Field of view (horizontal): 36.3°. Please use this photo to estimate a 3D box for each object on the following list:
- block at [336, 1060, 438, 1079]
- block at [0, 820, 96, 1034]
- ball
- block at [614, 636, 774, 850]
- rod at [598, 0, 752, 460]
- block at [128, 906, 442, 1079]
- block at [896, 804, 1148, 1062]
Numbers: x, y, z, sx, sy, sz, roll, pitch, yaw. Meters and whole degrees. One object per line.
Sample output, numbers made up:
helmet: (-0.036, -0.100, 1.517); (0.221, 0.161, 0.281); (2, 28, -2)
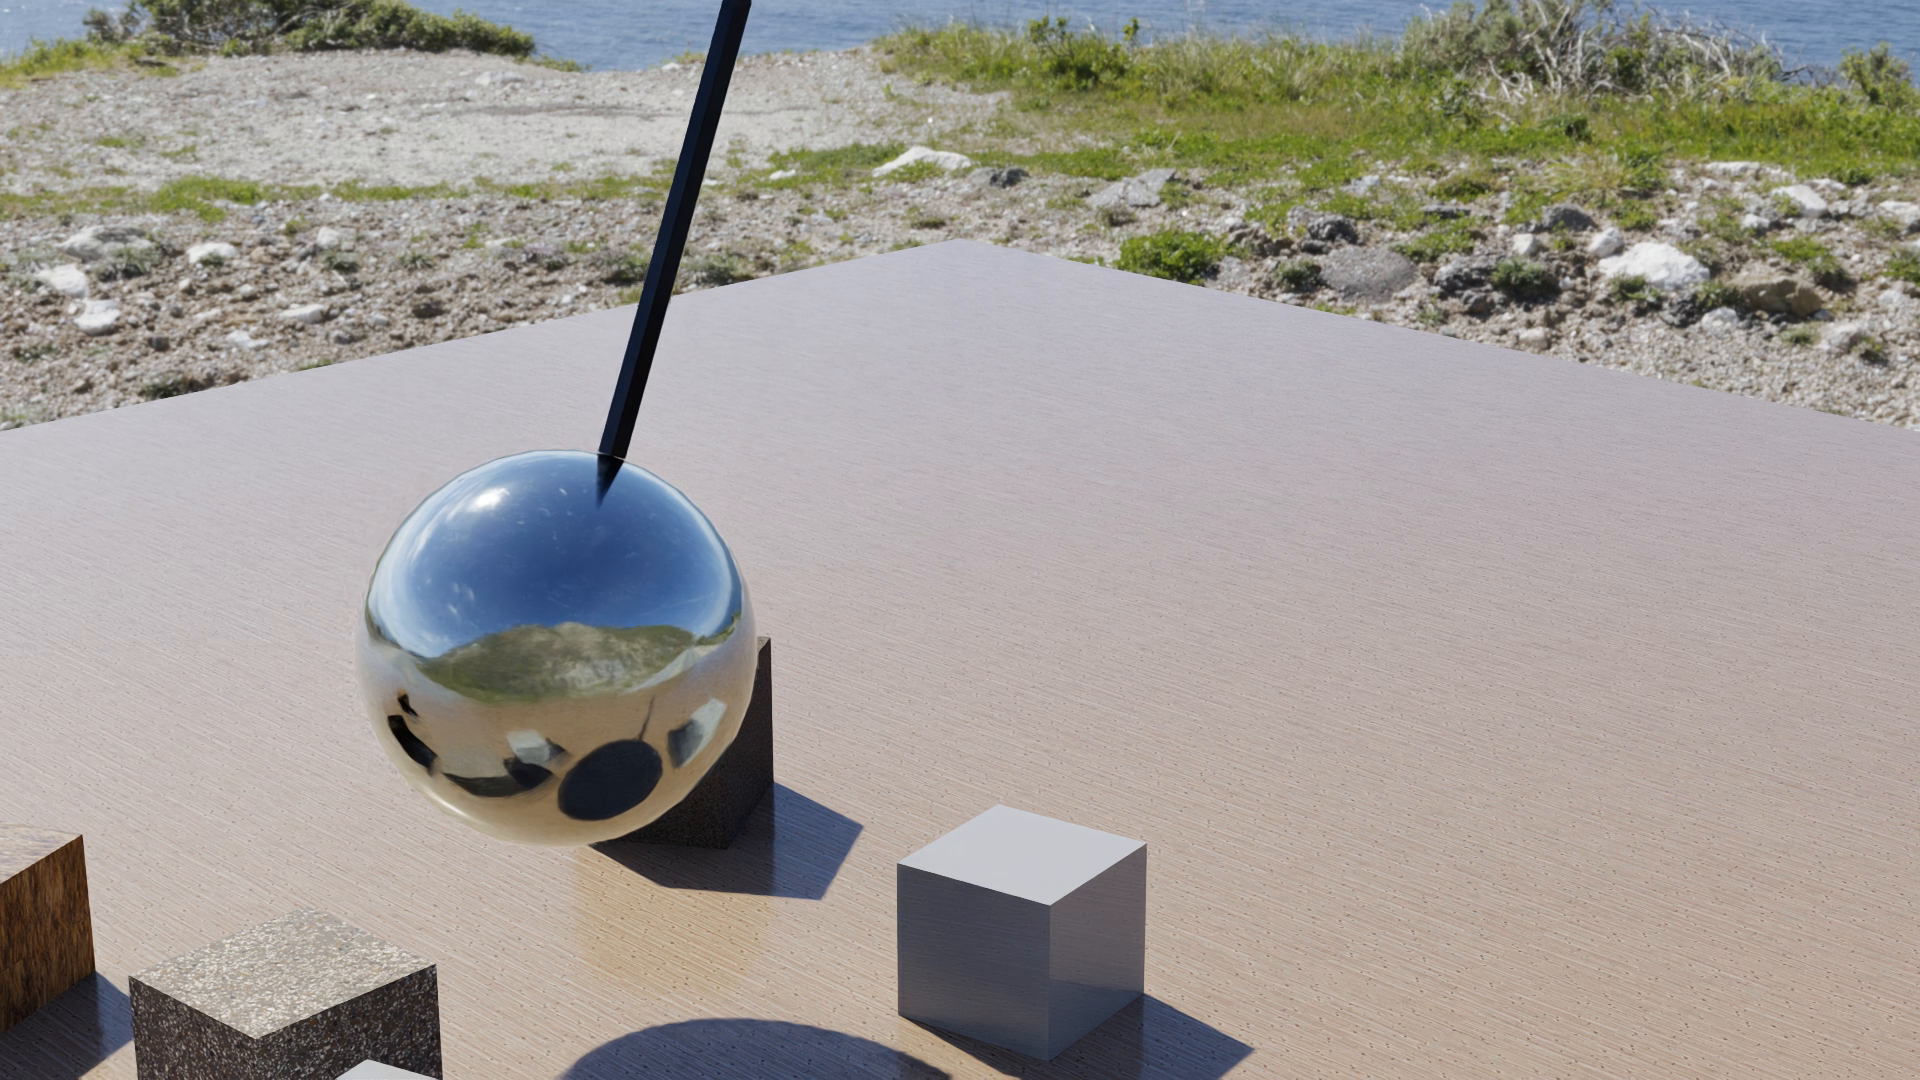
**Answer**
block: (-2.004, 2.270, 10.120); (0.617, 0.601, 0.675); (9, 20, 27)
block: (-4.135, 1.595, 12.220); (0.706, 0.629, 0.686); (6, 19, 19)
ball: (-1.614, 0.431, 11.786); (1.600, 1.600, 1.600); (0, 17, 0)
block: (-1.376, 0.940, 14.093); (0.749, 0.756, 0.869); (3, 18, 11)
rod: (-0.699, -2.843, 11.715); (0.080, 5.200, 0.080); (17, 2, 42)
block: (-2.526, 1.932, 11.039); (0.785, 0.695, 0.815); (15, 23, 39)
block: (0.258, 1.605, 12.104); (0.737, 0.680, 0.746); (12, 21, 32)
